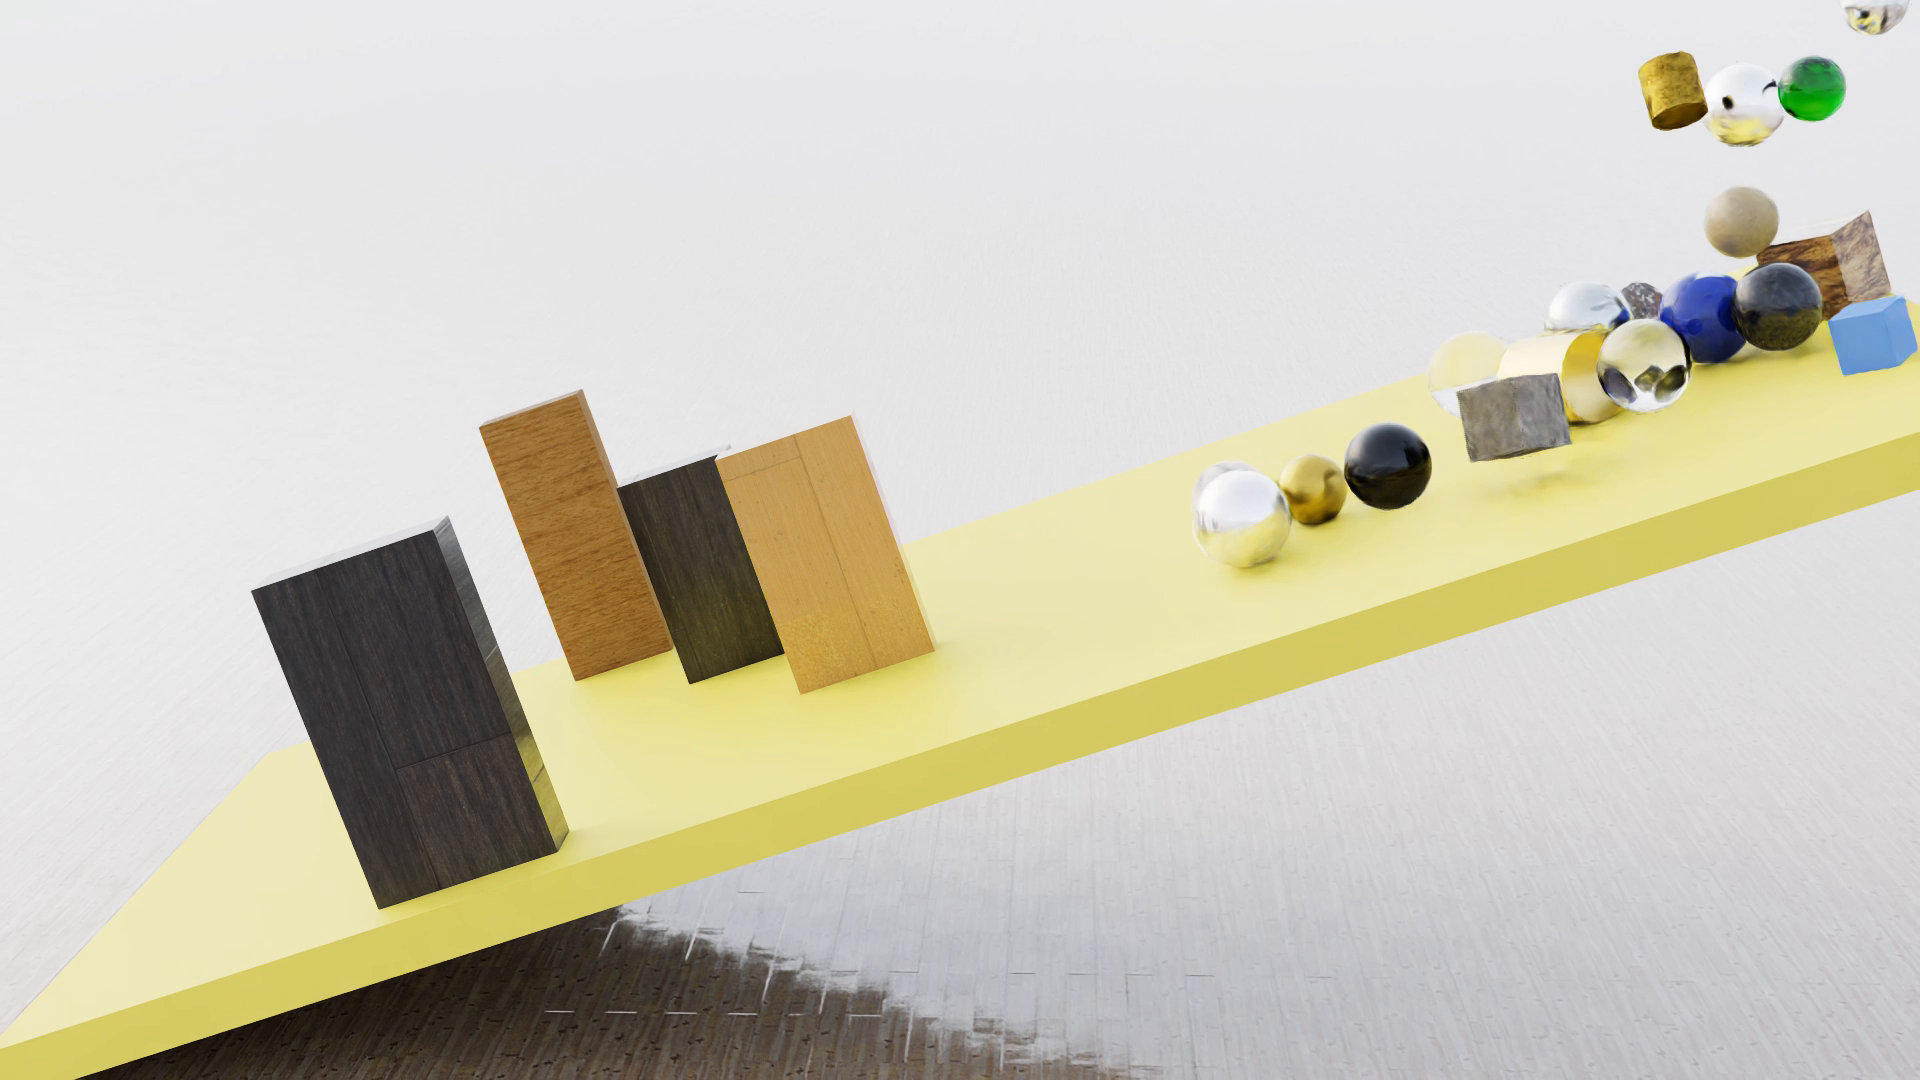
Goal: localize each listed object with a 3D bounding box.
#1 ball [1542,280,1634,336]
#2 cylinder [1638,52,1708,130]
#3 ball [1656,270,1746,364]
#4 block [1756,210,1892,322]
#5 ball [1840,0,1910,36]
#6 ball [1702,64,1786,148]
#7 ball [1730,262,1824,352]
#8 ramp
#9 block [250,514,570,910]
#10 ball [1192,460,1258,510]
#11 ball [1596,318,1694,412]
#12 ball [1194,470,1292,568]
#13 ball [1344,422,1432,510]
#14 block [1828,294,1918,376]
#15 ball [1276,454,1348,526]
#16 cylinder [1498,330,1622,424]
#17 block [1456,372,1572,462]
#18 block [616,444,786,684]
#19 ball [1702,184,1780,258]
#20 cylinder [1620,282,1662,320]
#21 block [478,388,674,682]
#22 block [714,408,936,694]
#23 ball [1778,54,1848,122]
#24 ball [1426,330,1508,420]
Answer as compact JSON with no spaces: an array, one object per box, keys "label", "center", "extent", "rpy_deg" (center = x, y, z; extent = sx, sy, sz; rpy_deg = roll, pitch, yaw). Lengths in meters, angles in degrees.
[{"label":"ball","center":[1.329,-0.457,6.224],"extent":[0.187,0.187,0.187],"rpy_deg":[0,12,0]},{"label":"cylinder","center":[1.364,-0.859,5.626],"extent":[0.109,0.109,0.109],"rpy_deg":[-9,-19,-3]},{"label":"ball","center":[1.567,-0.468,6.182],"extent":[0.199,0.199,0.199],"rpy_deg":[0,12,0]},{"label":"block","center":[1.845,-0.578,6.288],"extent":[0.182,0.182,0.182],"rpy_deg":[-8,16,46]},{"label":"ball","center":[1.808,-1.063,5.815],"extent":[0.131,0.131,0.131],"rpy_deg":[0,12,0]},{"label":"ball","center":[1.542,-0.855,5.791],"extent":[0.165,0.165,0.165],"rpy_deg":[0,12,0]},{"label":"ball","center":[1.672,-0.478,6.023],"extent":[0.184,0.184,0.184],"rpy_deg":[0,12,0]},{"label":"ramp","center":[0.108,0.180,6.304],"extent":[4.000,0.100,2.000],"rpy_deg":[-18,11,6]},{"label":"block","center":[-1.031,0.326,5.547],"extent":[0.364,0.654,0.135],"rpy_deg":[-18,11,6]},{"label":"ball","center":[0.564,-0.083,6.110],"extent":[0.164,0.164,0.164],"rpy_deg":[0,12,0]},{"label":"ball","center":[1.385,-0.353,5.949],"extent":[0.190,0.190,0.190],"rpy_deg":[0,12,0]},{"label":"ball","center":[0.560,-0.042,5.834],"extent":[0.195,0.195,0.195],"rpy_deg":[0,12,0]},{"label":"ball","center":[0.857,-0.148,5.890],"extent":[0.178,0.178,0.178],"rpy_deg":[0,12,0]},{"label":"block","center":[1.772,-0.397,5.706],"extent":[0.112,0.112,0.112],"rpy_deg":[-10,14,41]},{"label":"ball","center":[0.717,-0.103,5.993],"extent":[0.146,0.146,0.146],"rpy_deg":[0,12,0]},{"label":"cylinder","center":[1.247,-0.332,6.089],"extent":[0.189,0.189,0.189],"rpy_deg":[-8,3,-32]},{"label":"block","center":[1.074,-0.237,5.705],"extent":[0.141,0.141,0.141],"rpy_deg":[-7,-5,-41]},{"label":"block","center":[-0.558,0.054,6.559],"extent":[0.255,0.471,0.109],"rpy_deg":[-18,11,6]},{"label":"ball","center":[1.650,-0.673,6.214],"extent":[0.157,0.157,0.157],"rpy_deg":[0,12,0]},{"label":"cylinder","center":[1.461,-0.469,6.418],"extent":[0.137,0.137,0.137],"rpy_deg":[-8,-23,-32]},{"label":"block","center":[-0.907,-0.010,6.998],"extent":[0.248,0.651,0.086],"rpy_deg":[-18,11,6]},{"label":"block","center":[-0.275,0.025,6.076],"extent":[0.295,0.522,0.084],"rpy_deg":[-18,11,6]},{"label":"ball","center":[1.649,-0.874,5.691],"extent":[0.130,0.130,0.130],"rpy_deg":[0,12,0]},{"label":"ball","center":[1.118,-0.357,6.409],"extent":[0.198,0.198,0.198],"rpy_deg":[0,12,0]}]
